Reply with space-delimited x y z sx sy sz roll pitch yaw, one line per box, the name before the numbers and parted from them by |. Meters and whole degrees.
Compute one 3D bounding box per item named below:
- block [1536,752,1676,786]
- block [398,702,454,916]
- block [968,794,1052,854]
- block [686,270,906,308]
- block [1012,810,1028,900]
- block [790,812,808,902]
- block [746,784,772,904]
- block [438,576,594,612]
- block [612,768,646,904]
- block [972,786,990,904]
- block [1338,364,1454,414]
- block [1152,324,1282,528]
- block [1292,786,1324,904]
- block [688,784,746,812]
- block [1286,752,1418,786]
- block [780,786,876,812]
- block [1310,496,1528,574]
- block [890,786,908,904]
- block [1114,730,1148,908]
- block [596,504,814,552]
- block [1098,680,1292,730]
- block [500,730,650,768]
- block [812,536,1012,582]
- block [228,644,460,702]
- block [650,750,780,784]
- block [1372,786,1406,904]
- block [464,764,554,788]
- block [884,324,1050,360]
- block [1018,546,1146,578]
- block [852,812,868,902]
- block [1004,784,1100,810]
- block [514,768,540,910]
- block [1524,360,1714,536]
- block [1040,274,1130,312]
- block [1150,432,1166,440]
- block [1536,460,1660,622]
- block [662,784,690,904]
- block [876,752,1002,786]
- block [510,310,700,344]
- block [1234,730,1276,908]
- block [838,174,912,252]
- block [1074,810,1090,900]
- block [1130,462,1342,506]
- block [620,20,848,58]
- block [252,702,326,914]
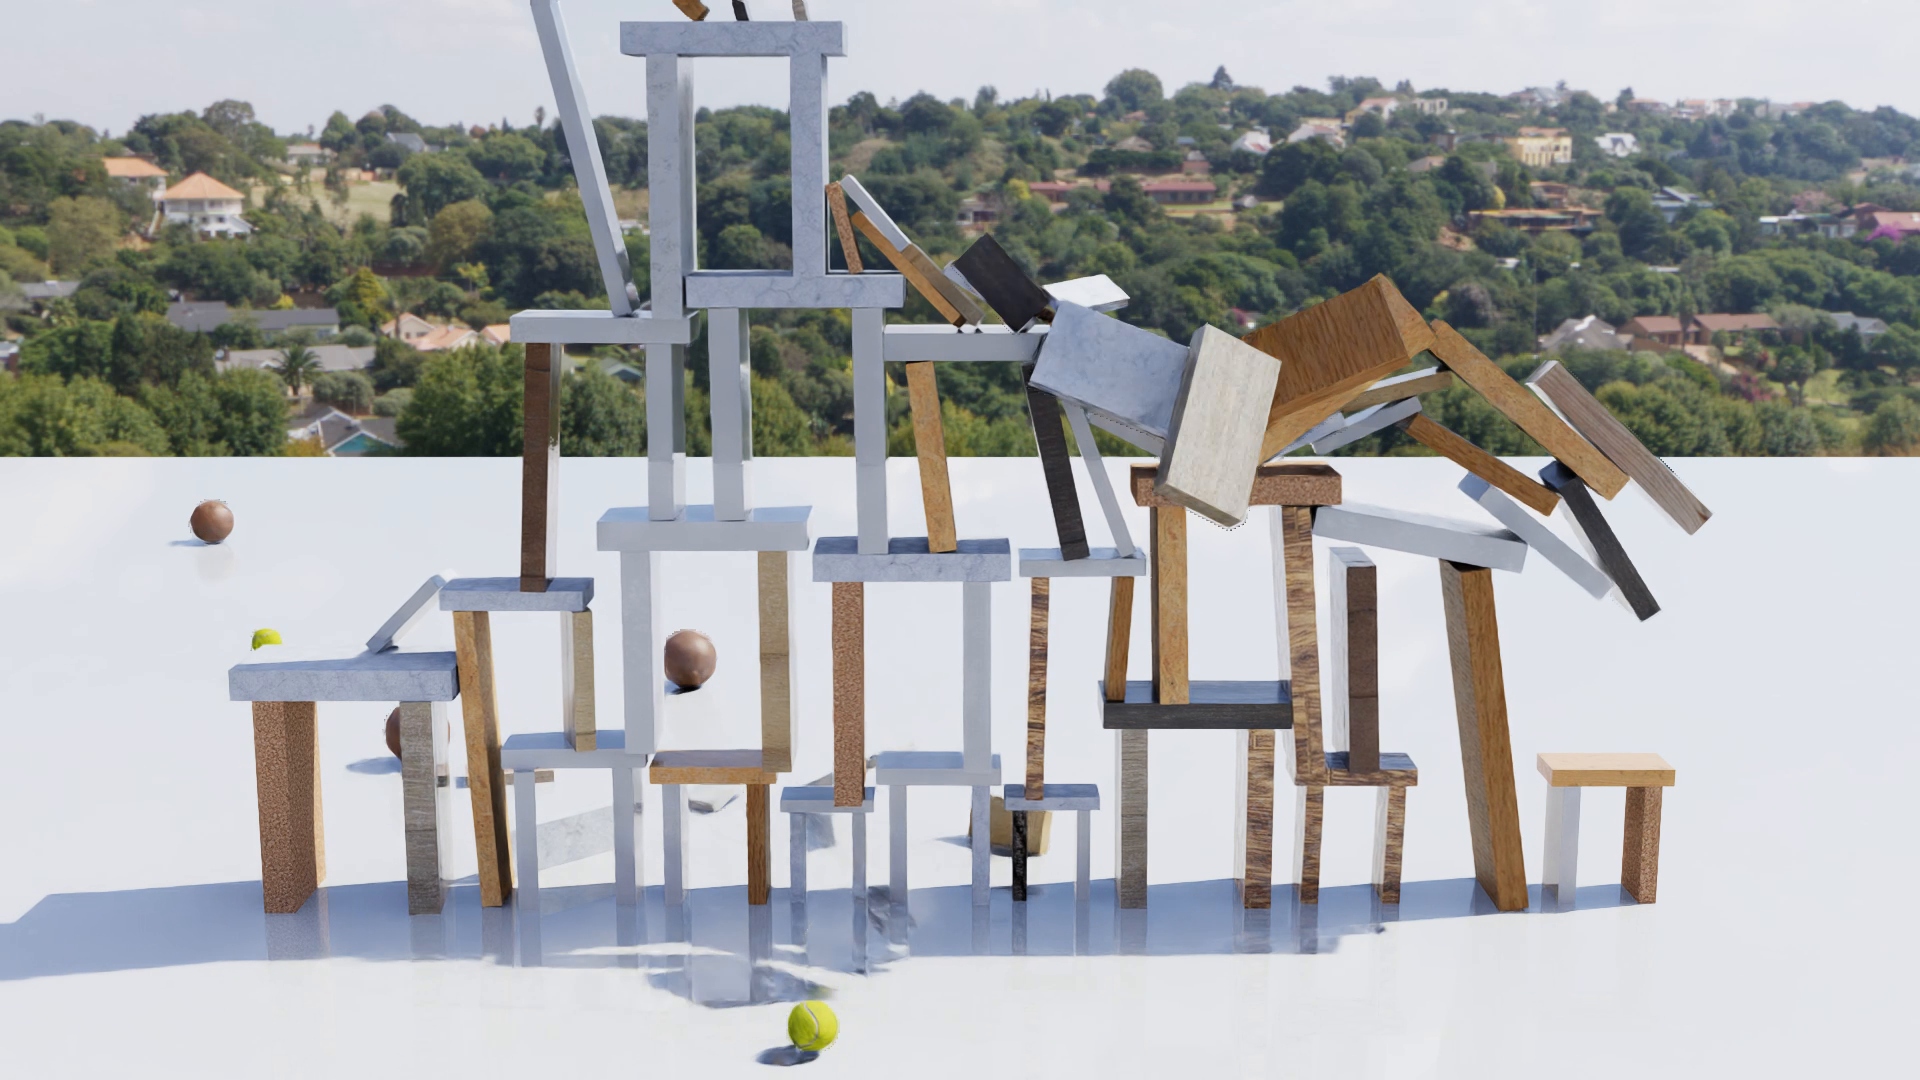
block | 1.066 0.379 3.632 0.200 0.028 0.100 0 11 0
block | -0.878 0.417 3.625 0.050 0.356 0.178 -1 11 -6
block | 0.089 0.502 3.913 0.162 0.081 0.023 8 1 38
block | -0.257 -0.399 3.488 0.336 0.048 0.168 0 11 0
block | 0.099 0.513 3.658 0.022 0.156 0.078 0 11 0
block | -0.268 0.515 3.651 0.022 0.154 0.077 0 11 0
block | -0.333 0.489 3.648 0.029 0.206 0.103 0 11 0
block | -0.718 0.087 3.569 0.230 0.033 0.115 0 11 0
block | -0.549 0.475 3.651 0.033 0.233 0.117 0 11 0
block | 0.035 0.491 3.647 0.029 0.203 0.102 0 11 0
block | 0.692 -0.241 3.517 0.179 0.025 0.090 -14 8 9
block | 0.387 -0.172 3.296 0.138 0.276 0.039 25 -24 -19
block | 0.578 0.491 3.653 0.028 0.201 0.100 1 11 0
block | -0.453 0.466 4.171 0.072 0.021 0.145 7 29 32
block | 0.646 0.378 3.629 0.201 0.028 0.100 0 11 0
block | -0.218 0.429 3.634 0.154 0.022 0.077 0 11 0
block | 0.729 -0.016 3.562 0.340 0.048 0.170 10 10 -1
block | -0.101 0.491 3.647 0.029 0.203 0.102 0 11 0
block | 0.283 0.440 3.645 0.043 0.303 0.152 -1 11 0
block | -0.407 -0.021 3.552 0.332 0.047 0.166 0 11 0
block | 0.382 0.270 3.613 0.303 0.043 0.152 0 11 0
block | -0.629 0.344 3.625 0.233 0.033 0.117 0 11 -2
block | -0.077 0.030 3.565 0.315 0.045 0.158 0 11 0
block | -0.988 0.217 3.595 0.356 0.050 0.178 0 11 0
block | -0.402 0.374 3.626 0.206 0.029 0.103 0 11 -1
block | 0.712 0.491 3.652 0.028 0.201 0.100 1 11 0
block | -0.885 0.458 4.316 0.167 0.024 0.083 -3 11 -15
block | 0.032 -0.315 3.504 0.303 0.043 0.152 0 11 -1
block | 0.196 0.035 3.563 0.203 0.029 0.101 -1 11 0
block | -0.166 0.515 3.651 0.022 0.154 0.077 0 11 0
block | 0.151 0.425 3.642 0.156 0.022 0.078 0 11 -1
block | -0.715 0.480 3.625 0.033 0.233 0.117 -2 11 -12
block | 1.046 -0.149 3.508 0.338 0.048 0.169 45 9 2
block | 0.198 -0.387 3.497 0.134 0.019 0.067 -16 50 -37
block | 0.280 -0.203 3.531 0.189 0.027 0.095 25 9 -8
block | 1.028 0.000 3.543 0.037 0.263 0.131 -33 11 7
block | -0.471 0.489 3.649 0.029 0.206 0.103 0 11 0
block | -0.034 0.376 3.627 0.203 0.029 0.102 0 11 0
block | -0.561 -0.339 3.491 0.280 0.040 0.140 0 11 -1
block | 0.487 0.440 3.645 0.043 0.303 0.152 0 11 0
block | -0.132 -0.515 3.475 0.020 0.144 0.072 -41 2 7
block | 0.203 0.513 3.658 0.022 0.156 0.078 0 11 0
block | 0.440 -0.091 3.541 0.321 0.046 0.161 -1 11 0
block | -0.347 -0.777 3.416 0.337 0.048 0.169 0 11 0
block | -1.106 0.416 3.632 0.050 0.356 0.178 0 11 0
